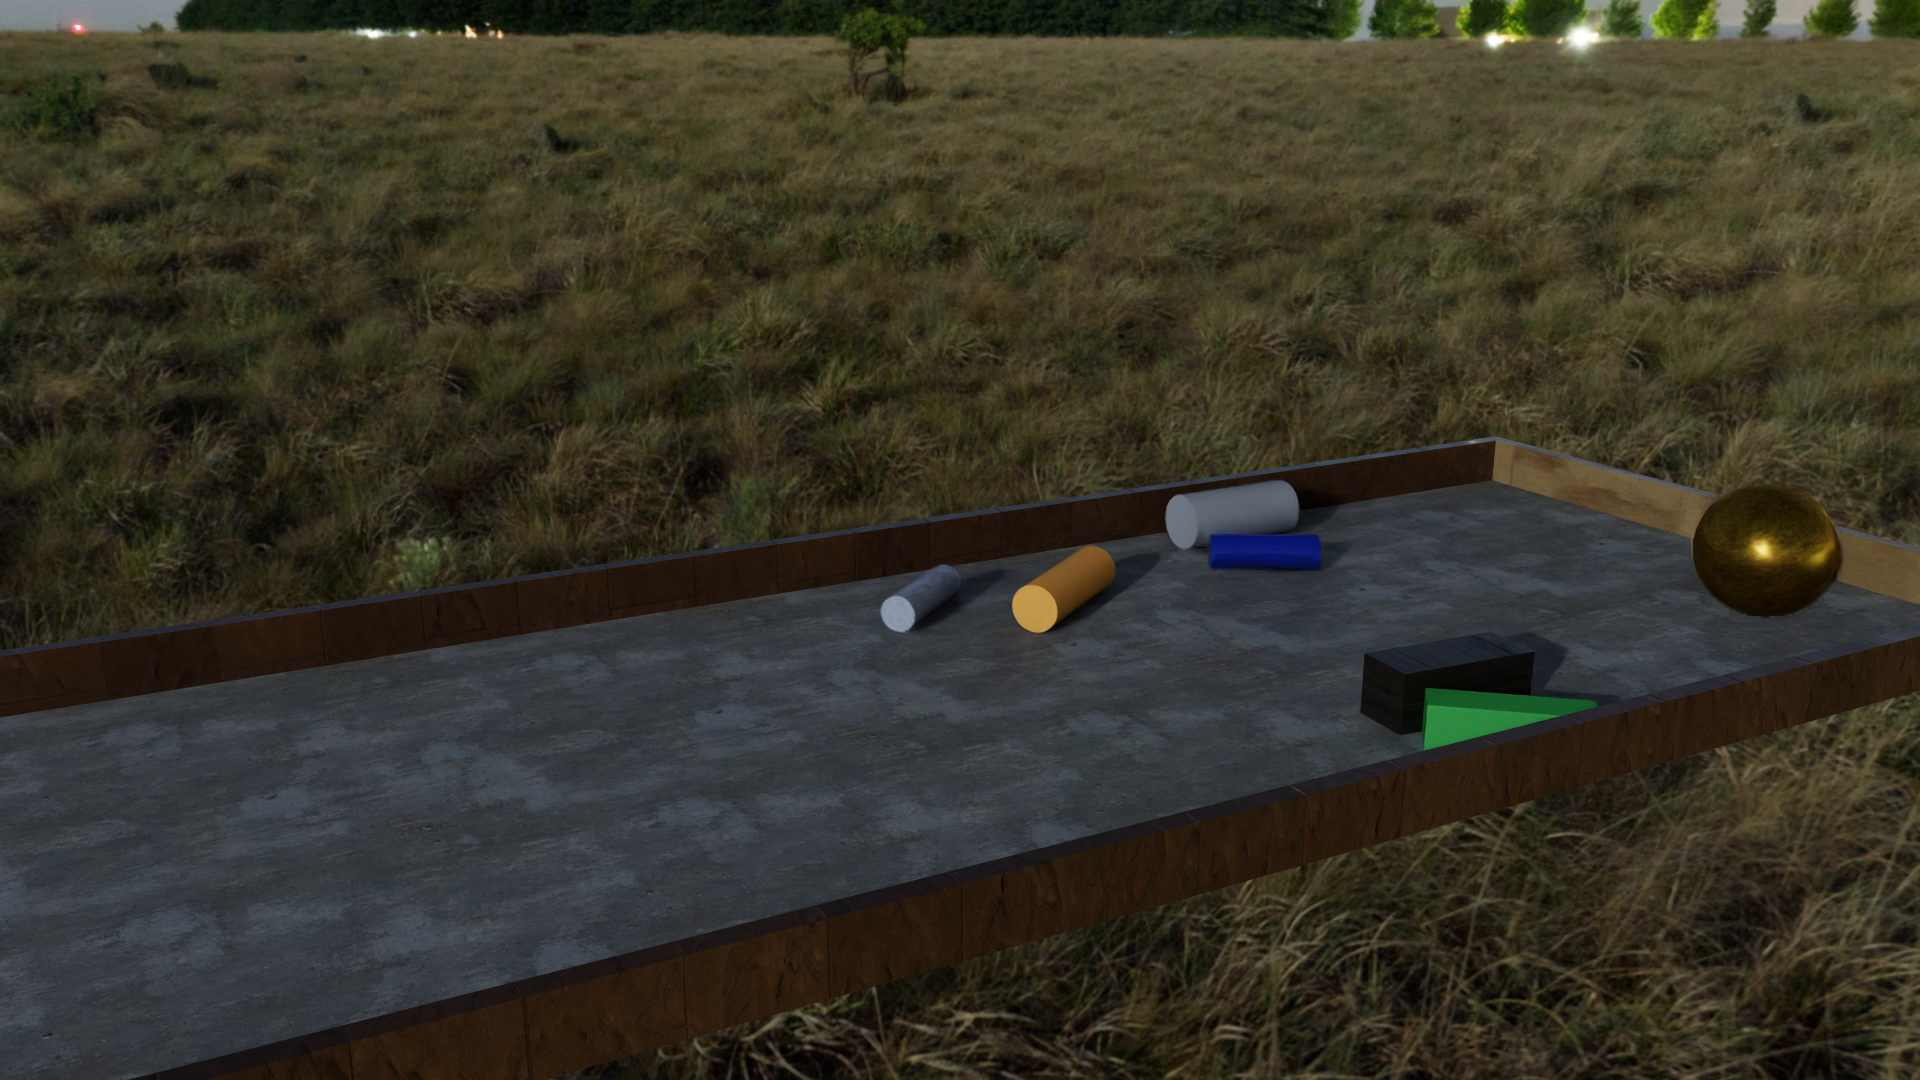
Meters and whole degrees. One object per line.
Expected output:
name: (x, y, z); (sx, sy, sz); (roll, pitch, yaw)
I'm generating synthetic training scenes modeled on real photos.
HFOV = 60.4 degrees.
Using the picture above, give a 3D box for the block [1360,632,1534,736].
block: (1.162, 0.339, 3.934); (0.378, 0.151, 0.151); (-7, 18, -23)

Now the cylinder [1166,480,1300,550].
cylinder: (0.881, -0.084, 5.331); (0.403, 0.175, 0.175); (-9, 18, -27)

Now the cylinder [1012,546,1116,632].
cylinder: (0.298, 0.135, 4.657); (0.135, 0.135, 0.416); (8, 18, 26)

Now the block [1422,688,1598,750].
block: (1.244, 0.420, 3.733); (0.372, 0.109, 0.109); (4, 17, 12)

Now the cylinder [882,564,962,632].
cylinder: (-0.106, 0.161, 4.624); (0.103, 0.103, 0.316); (7, 18, 22)

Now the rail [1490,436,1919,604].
rail: (2.466, -0.048, 5.253); (0.050, 0.150, 2.100); (-9, 18, -27)

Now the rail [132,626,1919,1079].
rail: (-2.336, 1.006, 1.665); (12.000, 0.150, 0.050); (-9, 18, -27)

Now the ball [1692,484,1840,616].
ball: (2.249, 0.027, 4.610); (0.369, 0.369, 0.369); (0, 16, 0)

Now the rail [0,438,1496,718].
rail: (-3.305, 0.497, 3.399); (12.000, 0.150, 0.050); (-9, 18, -27)

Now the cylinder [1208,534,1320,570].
cylinder: (0.927, 0.038, 5.038); (0.326, 0.106, 0.106); (0, 16, 1)
